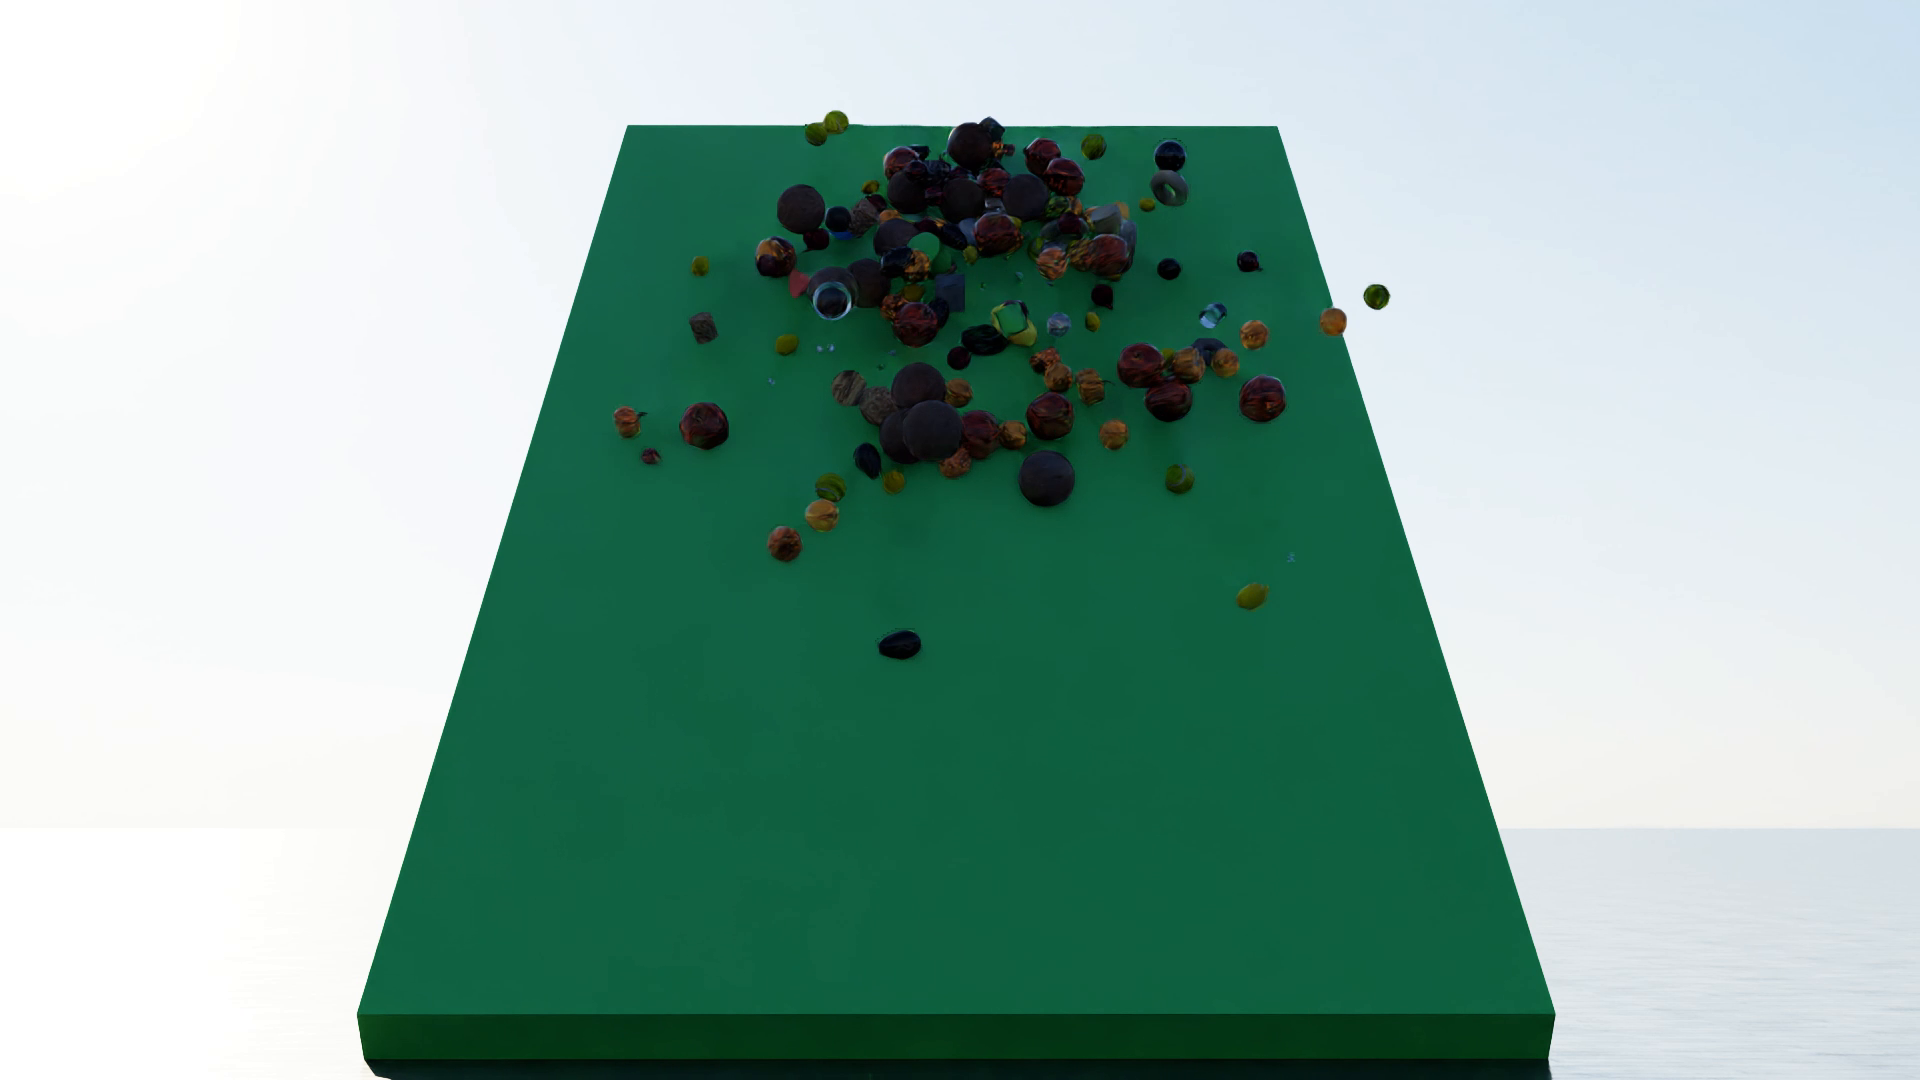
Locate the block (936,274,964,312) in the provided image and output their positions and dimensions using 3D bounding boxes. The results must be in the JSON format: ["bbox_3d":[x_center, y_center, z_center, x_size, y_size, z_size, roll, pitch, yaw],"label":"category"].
[{"bbox_3d":[-0.027,-0.646,6.359,0.076,0.076,0.076,0,33,0],"label":"block"}]

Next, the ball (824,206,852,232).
[{"bbox_3d":[-0.325,-0.852,6.459,0.073,0.073,0.073,0,-7,0],"label":"ball"}]

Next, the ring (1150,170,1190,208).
[{"bbox_3d":[0.584,-0.979,6.776,0.120,0.040,0.120,25,-33,18],"label":"ring"}]

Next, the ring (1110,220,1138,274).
[{"bbox_3d":[0.430,-0.766,6.372,0.048,0.143,0.143,12,-8,-4],"label":"ring"}]

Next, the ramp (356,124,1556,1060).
[{"bbox_3d":[-0.014,-0.200,5.792,2.000,0.100,4.000,0,31,0],"label":"ramp"}]

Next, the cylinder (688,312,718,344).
[{"bbox_3d":[-0.646,-0.535,6.129,0.059,0.059,0.059,-13,29,7],"label":"cylinder"}]

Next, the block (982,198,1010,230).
[{"bbox_3d":[0.100,-0.912,6.803,0.067,0.067,0.067,1,28,11],"label":"block"}]

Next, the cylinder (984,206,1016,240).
[{"bbox_3d":[0.111,-0.877,6.729,0.080,0.080,0.080,-9,-7,-1],"label":"cylinder"}]

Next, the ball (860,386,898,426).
[{"bbox_3d":[-0.193,-0.321,5.803,0.094,0.094,0.094,0,-7,0],"label":"ball"}]

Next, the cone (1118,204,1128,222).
[{"bbox_3d":[0.451,-0.924,6.871,0.063,0.063,0.063,-2,15,17],"label":"cone"}]

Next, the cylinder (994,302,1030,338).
[{"bbox_3d":[0.126,-0.533,5.905,0.066,0.066,0.066,-23,-1,0],"label":"cylinder"}]

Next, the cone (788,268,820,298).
[{"bbox_3d":[-0.401,-0.677,6.425,0.077,0.077,0.077,-2,-5,-30],"label":"cone"}]

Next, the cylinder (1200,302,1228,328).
[{"bbox_3d":[0.654,-0.581,6.279,0.054,0.054,0.054,-5,23,34],"label":"cylinder"}]

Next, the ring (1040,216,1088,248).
[{"bbox_3d":[0.285,-0.839,6.640,0.136,0.045,0.136,-10,-19,-3],"label":"ring"}]

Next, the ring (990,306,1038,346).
[{"bbox_3d":[0.137,-0.544,6.176,0.138,0.138,0.046,8,-53,-50],"label":"ring"}]

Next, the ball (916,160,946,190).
[{"bbox_3d":[-0.081,-1.009,6.722,0.085,0.085,0.085,0,-7,0],"label":"ball"}]

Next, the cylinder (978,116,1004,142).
[{"bbox_3d":[0.091,-1.180,6.983,0.053,0.053,0.053,6,32,-43],"label":"cylinder"}]

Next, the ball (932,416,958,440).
[{"bbox_3d":[-0.036,-0.264,5.744,0.059,0.059,0.059,0,-7,0],"label":"ball"}]

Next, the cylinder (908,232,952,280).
[{"bbox_3d":[-0.082,-0.751,6.424,0.093,0.093,0.093,-2,-22,17],"label":"cylinder"}]

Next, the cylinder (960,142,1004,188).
[{"bbox_3d":[0.064,-1.078,7.004,0.091,0.091,0.091,-31,-18,-11],"label":"cylinder"}]

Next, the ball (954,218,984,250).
[{"bbox_3d":[0.026,-0.840,6.675,0.085,0.085,0.085,0,-7,0],"label":"ball"}]

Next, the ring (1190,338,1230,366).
[{"bbox_3d":[0.628,-0.472,6.106,0.101,0.101,0.034,2,-49,-13],"label":"ring"}]

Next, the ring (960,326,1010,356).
[{"bbox_3d":[0.062,-0.506,6.164,0.125,0.042,0.125,1,31,-1],"label":"ring"}]

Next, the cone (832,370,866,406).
[{"bbox_3d":[-0.281,-0.370,5.936,0.090,0.090,0.090,2,3,-17],"label":"cone"}]

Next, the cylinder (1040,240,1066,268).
[{"bbox_3d":[0.233,-0.713,6.079,0.061,0.061,0.061,7,8,-1],"label":"cylinder"}]

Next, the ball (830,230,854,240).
[{"bbox_3d":[-0.322,-0.871,6.724,0.085,0.085,0.085,0,-7,0],"label":"ball"}]

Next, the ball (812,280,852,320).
[{"bbox_3d":[-0.312,-0.584,5.943,0.097,0.097,0.097,0,-7,0],"label":"ball"}]

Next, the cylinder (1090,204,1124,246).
[{"bbox_3d":[0.400,-0.845,6.513,0.080,0.080,0.080,-19,31,12],"label":"cylinder"}]

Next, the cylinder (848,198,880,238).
[{"bbox_3d":[-0.269,-0.872,6.586,0.074,0.074,0.074,-40,-27,26],"label":"cylinder"}]

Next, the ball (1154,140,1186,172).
[{"bbox_3d":[0.616,-1.125,7.141,0.096,0.096,0.096,0,-7,0],"label":"ball"}]

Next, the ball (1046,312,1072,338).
[{"bbox_3d":[0.249,-0.542,6.132,0.062,0.062,0.062,0,-7,0],"label":"ball"}]
